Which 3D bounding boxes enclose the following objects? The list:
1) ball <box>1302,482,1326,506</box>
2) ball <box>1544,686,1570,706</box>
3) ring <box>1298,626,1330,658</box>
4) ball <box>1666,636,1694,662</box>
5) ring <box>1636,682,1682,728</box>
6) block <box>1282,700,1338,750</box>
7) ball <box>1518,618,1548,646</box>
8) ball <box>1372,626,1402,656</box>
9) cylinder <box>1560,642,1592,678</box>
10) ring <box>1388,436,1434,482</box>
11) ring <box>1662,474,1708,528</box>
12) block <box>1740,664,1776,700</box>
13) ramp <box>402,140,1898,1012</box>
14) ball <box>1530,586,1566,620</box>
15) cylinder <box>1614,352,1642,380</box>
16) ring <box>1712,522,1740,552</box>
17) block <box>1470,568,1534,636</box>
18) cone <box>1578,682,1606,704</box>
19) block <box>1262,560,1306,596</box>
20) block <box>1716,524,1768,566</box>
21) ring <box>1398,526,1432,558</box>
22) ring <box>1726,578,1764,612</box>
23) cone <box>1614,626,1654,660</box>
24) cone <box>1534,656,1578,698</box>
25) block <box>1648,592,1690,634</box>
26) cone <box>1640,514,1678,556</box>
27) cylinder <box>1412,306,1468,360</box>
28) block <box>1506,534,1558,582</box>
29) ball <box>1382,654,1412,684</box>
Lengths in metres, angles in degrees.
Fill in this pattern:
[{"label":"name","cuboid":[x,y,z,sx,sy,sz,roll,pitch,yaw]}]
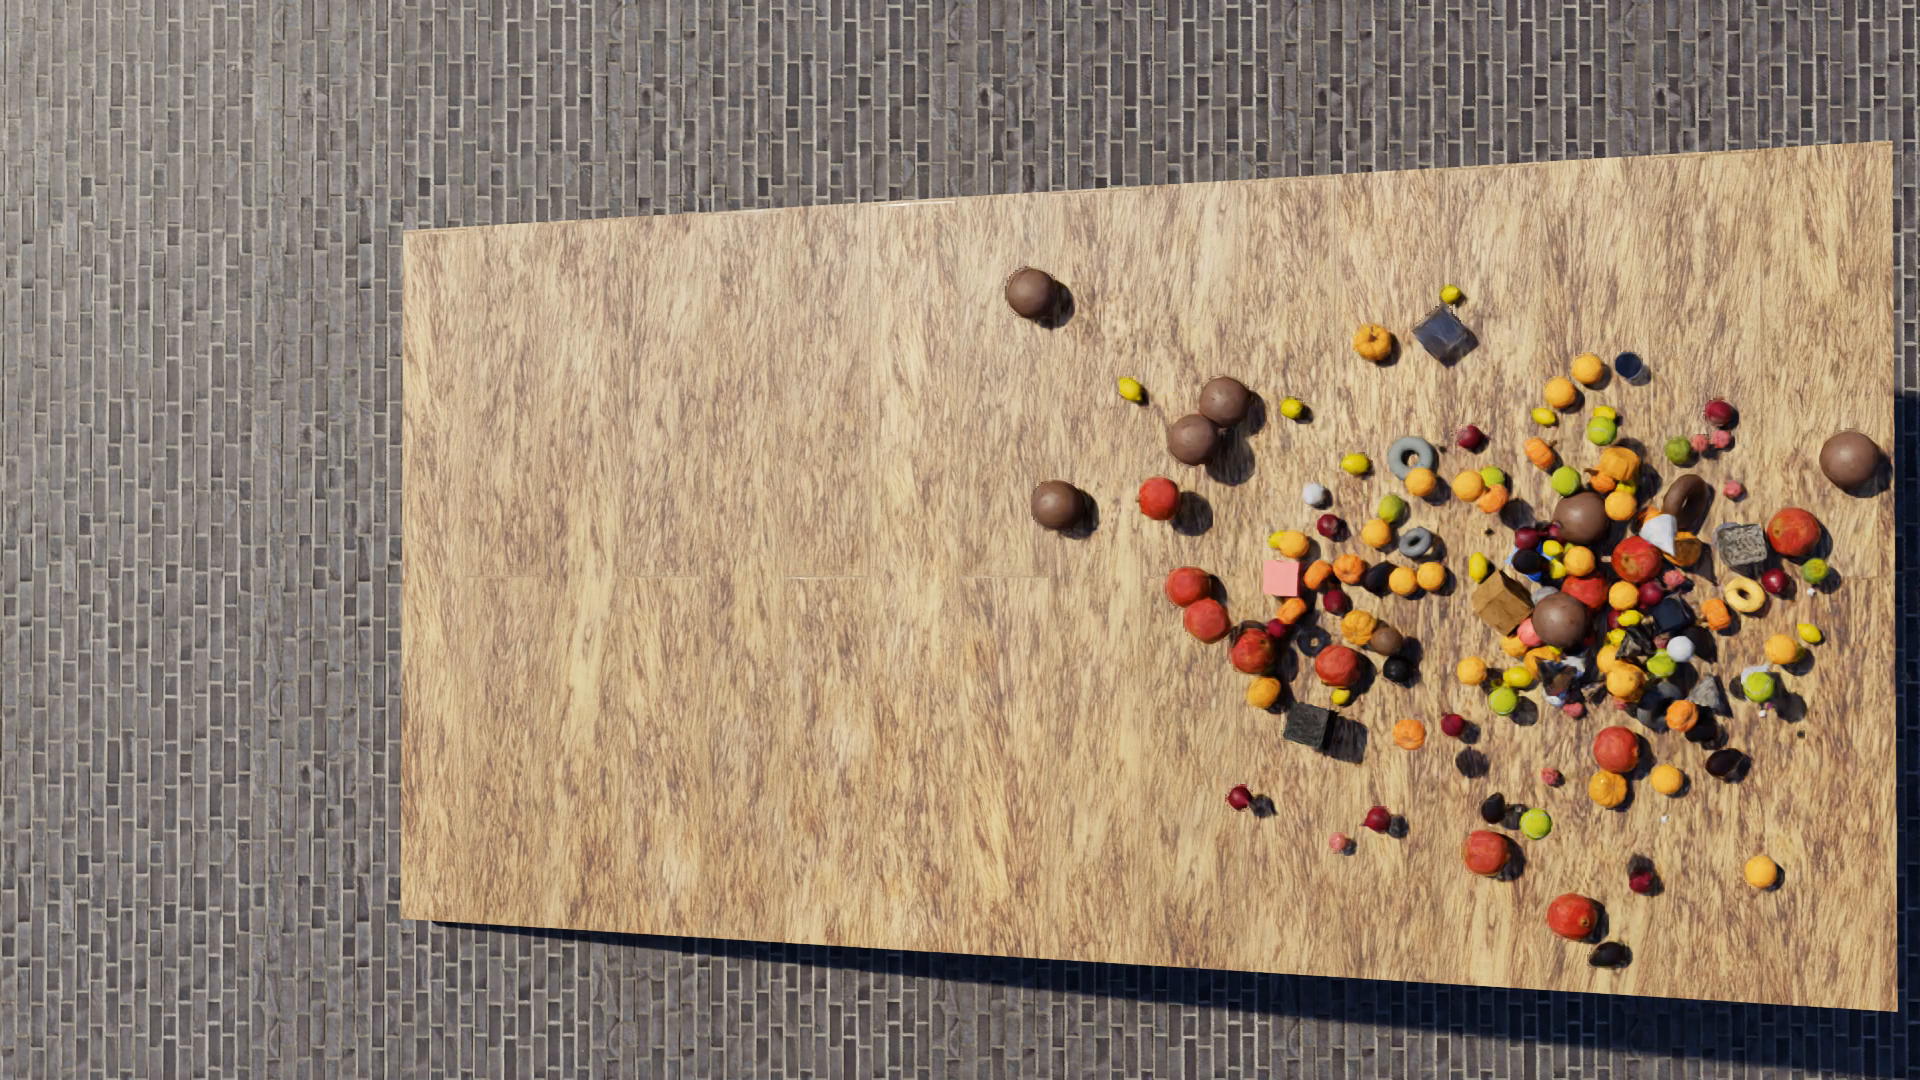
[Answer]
[{"label":"ball","cuboid":[0.881,-0.113,5.472,0.059,0.059,0.059,0,89,0]},{"label":"ball","cuboid":[1.429,0.367,5.268,0.063,0.063,0.063,0,89,0]},{"label":"ring","cuboid":[0.881,0.253,5.484,0.080,0.027,0.080,1,94,20]},{"label":"ball","cuboid":[1.606,0.243,4.900,0.060,0.060,0.060,0,89,0]},{"label":"ring","cuboid":[1.643,0.388,5.163,0.122,0.041,0.122,-13,125,-19]},{"label":"block","cuboid":[0.857,0.454,5.377,0.097,0.097,0.097,14,87,23]},{"label":"ball","cuboid":[1.364,0.218,5.237,0.070,0.070,0.070,0,89,0]},{"label":"ball","cuboid":[1.038,0.246,5.346,0.075,0.075,0.075,0,89,0]},{"label":"cylinder","cuboid":[1.467,0.286,5.242,0.060,0.060,0.060,38,48,0]},{"label":"ring","cuboid":[1.108,-0.200,5.403,0.115,0.038,0.115,0,89,19]},{"label":"ring","cuboid":[1.696,-0.090,5.147,0.137,0.046,0.137,-18,121,-33]},{"label":"block","cuboid":[1.843,0.329,5.079,0.057,0.057,0.057,-12,105,32]},{"label":"ramp","cuboid":[0.280,0.090,5.768,4.000,0.100,2.000,0,89,20]},{"label":"ball","cuboid":[1.408,0.150,5.269,0.081,0.081,0.081,0,89,0]},{"label":"cylinder","cuboid":[1.587,-0.414,5.224,0.060,0.060,0.060,0,89,20]},{"label":"ring","cuboid":[1.807,-0.003,5.158,0.078,0.026,0.078,0,90,19]},{"label":"block","cuboid":[1.296,0.150,5.260,0.096,0.096,0.096,36,114,-13]},{"label":"cone","cuboid":[1.513,0.351,5.238,0.058,0.058,0.058,-33,89,20]},{"label":"block","cuboid":[0.807,0.096,5.482,0.085,0.085,0.085,4,91,20]},{"label":"block","cuboid":[1.814,0.011,5.100,0.082,0.082,0.082,-11,91,7]},{"label":"ring","cuboid":[1.112,0.006,5.366,0.089,0.089,0.030,-43,124,-1]},{"label":"ring","cuboid":[1.829,0.128,5.125,0.092,0.031,0.092,1,56,-1]},{"label":"cone","cuboid":[1.555,0.256,5.124,0.083,0.083,0.083,45,120,1]},{"label":"cone","cuboid":[1.390,0.304,5.202,0.096,0.096,0.096,-41,56,-1]},{"label":"block","cuboid":[1.669,0.172,5.175,0.068,0.068,0.068,-27,89,21]},{"label":"cone","cuboid":[1.616,0.005,5.031,0.090,0.090,0.090,-14,49,0]},{"label":"cylinder","cuboid":[1.168,-0.504,5.355,0.096,0.096,0.096,-39,89,15]},{"label":"block","cuboid":[1.375,0.044,5.281,0.084,0.084,0.084,38,101,16]},{"label":"ball","cuboid":[1.072,0.317,5.392,0.070,0.070,0.070,0,89,0]}]
